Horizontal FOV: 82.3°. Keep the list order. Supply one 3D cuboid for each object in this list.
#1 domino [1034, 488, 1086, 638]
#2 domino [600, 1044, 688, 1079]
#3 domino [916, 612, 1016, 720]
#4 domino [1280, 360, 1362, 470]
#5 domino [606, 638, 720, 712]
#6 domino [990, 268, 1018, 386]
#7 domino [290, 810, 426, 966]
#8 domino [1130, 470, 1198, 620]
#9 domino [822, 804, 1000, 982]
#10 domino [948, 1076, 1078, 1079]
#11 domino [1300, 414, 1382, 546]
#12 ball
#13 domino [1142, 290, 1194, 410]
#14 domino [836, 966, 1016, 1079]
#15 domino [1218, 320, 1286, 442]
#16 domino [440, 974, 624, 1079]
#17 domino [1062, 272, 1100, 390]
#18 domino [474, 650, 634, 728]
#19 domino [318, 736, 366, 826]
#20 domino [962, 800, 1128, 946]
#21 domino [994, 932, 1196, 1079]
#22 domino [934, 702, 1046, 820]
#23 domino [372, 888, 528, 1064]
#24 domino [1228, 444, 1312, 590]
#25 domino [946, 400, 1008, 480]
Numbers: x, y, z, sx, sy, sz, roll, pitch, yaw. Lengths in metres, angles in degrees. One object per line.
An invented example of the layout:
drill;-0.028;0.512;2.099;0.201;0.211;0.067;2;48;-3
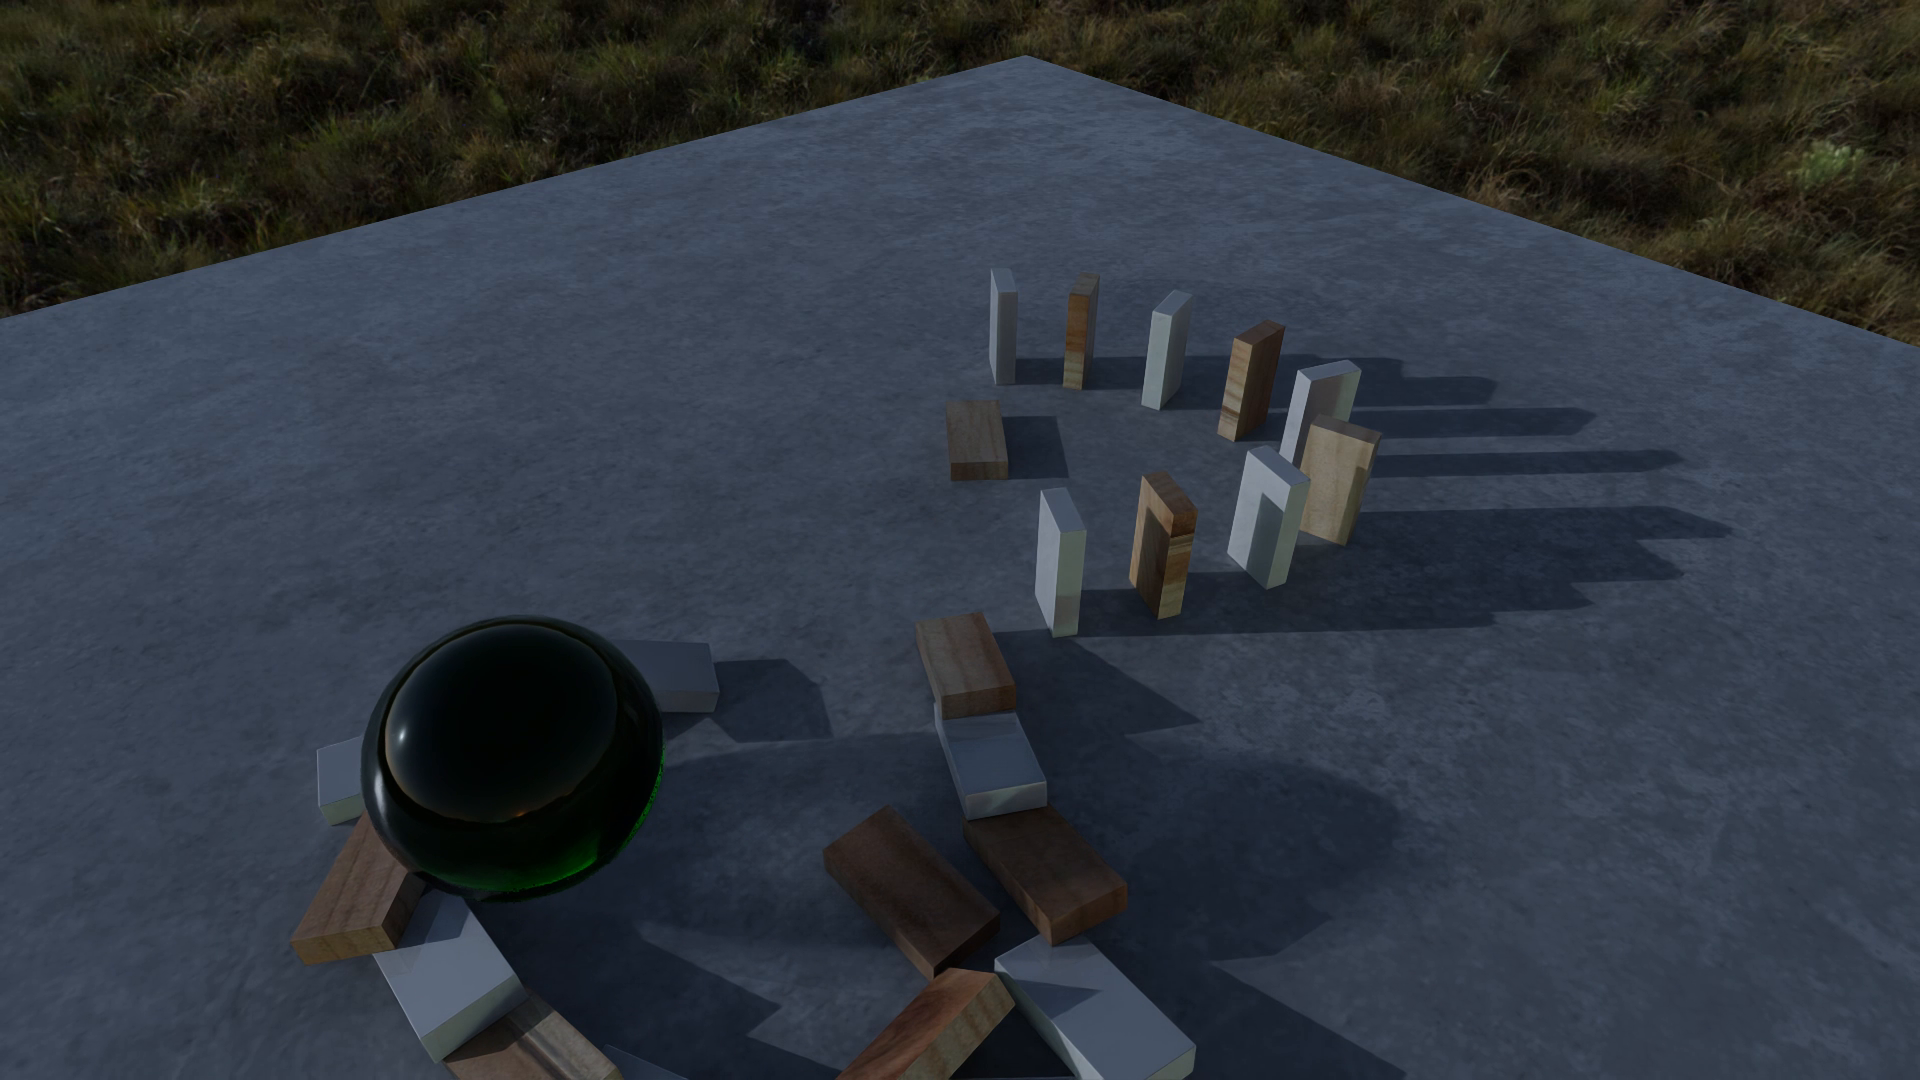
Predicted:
domino;0.036;0.009;0.401;0.010;0.050;0.025;-8;40;-9
domino;-0.073;0.141;0.261;0.050;0.009;0.025;5;37;30
domino;0.001;0.043;0.382;0.025;0.010;0.050;-8;26;-9
domino;0.154;-0.052;0.474;0.025;0.050;0.010;-14;41;-16
domino;-0.109;0.046;0.374;0.050;0.009;0.025;5;35;-27
domino;0.021;-0.104;0.539;0.010;0.050;0.025;-4;39;-5
domino;-0.167;0.096;0.316;0.025;0.010;0.050;-10;29;1
domino;0.075;0.002;0.409;0.009;0.050;0.025;-12;41;-14
domino;-0.015;0.102;0.319;0.025;0.010;0.050;-30;48;-31
domino;0.015;0.145;0.266;0.050;0.009;0.025;-1;39;-1
domino;0.149;-0.024;0.440;0.025;0.050;0.010;23;45;26
ball;-0.125;0.061;0.313;0.080;0.080;0.080;0;39;0
domino;0.098;-0.090;0.521;0.010;0.050;0.025;22;44;24
domino;-0.012;0.129;0.275;0.050;0.025;0.009;-35;96;-35
domino;0.132;-0.072;0.500;0.025;0.050;0.009;-31;48;-32
domino;-0.107;0.131;0.273;0.050;0.009;0.025;14;39;41
domino;0.059;-0.101;0.535;0.009;0.050;0.025;11;41;13
domino;-0.138;0.049;0.375;0.050;0.009;0.025;-2;38;-21
domino;-0.179;0.071;0.356;0.050;0.009;0.025;-17;42;-20
domino;0.024;0.093;0.321;0.025;0.010;0.050;-18;30;-23
domino;0.034;0.122;0.284;0.025;0.010;0.050;-17;31;-30
domino;0.009;0.068;0.351;0.025;0.009;0.050;-8;26;-9
domino;-0.139;0.114;0.295;0.025;0.010;0.050;-31;35;-32
domino;0.118;-0.008;0.422;0.009;0.050;0.025;-17;42;-20
domino;0.007;-0.046;0.499;0.025;0.010;0.050;-2;39;-2
